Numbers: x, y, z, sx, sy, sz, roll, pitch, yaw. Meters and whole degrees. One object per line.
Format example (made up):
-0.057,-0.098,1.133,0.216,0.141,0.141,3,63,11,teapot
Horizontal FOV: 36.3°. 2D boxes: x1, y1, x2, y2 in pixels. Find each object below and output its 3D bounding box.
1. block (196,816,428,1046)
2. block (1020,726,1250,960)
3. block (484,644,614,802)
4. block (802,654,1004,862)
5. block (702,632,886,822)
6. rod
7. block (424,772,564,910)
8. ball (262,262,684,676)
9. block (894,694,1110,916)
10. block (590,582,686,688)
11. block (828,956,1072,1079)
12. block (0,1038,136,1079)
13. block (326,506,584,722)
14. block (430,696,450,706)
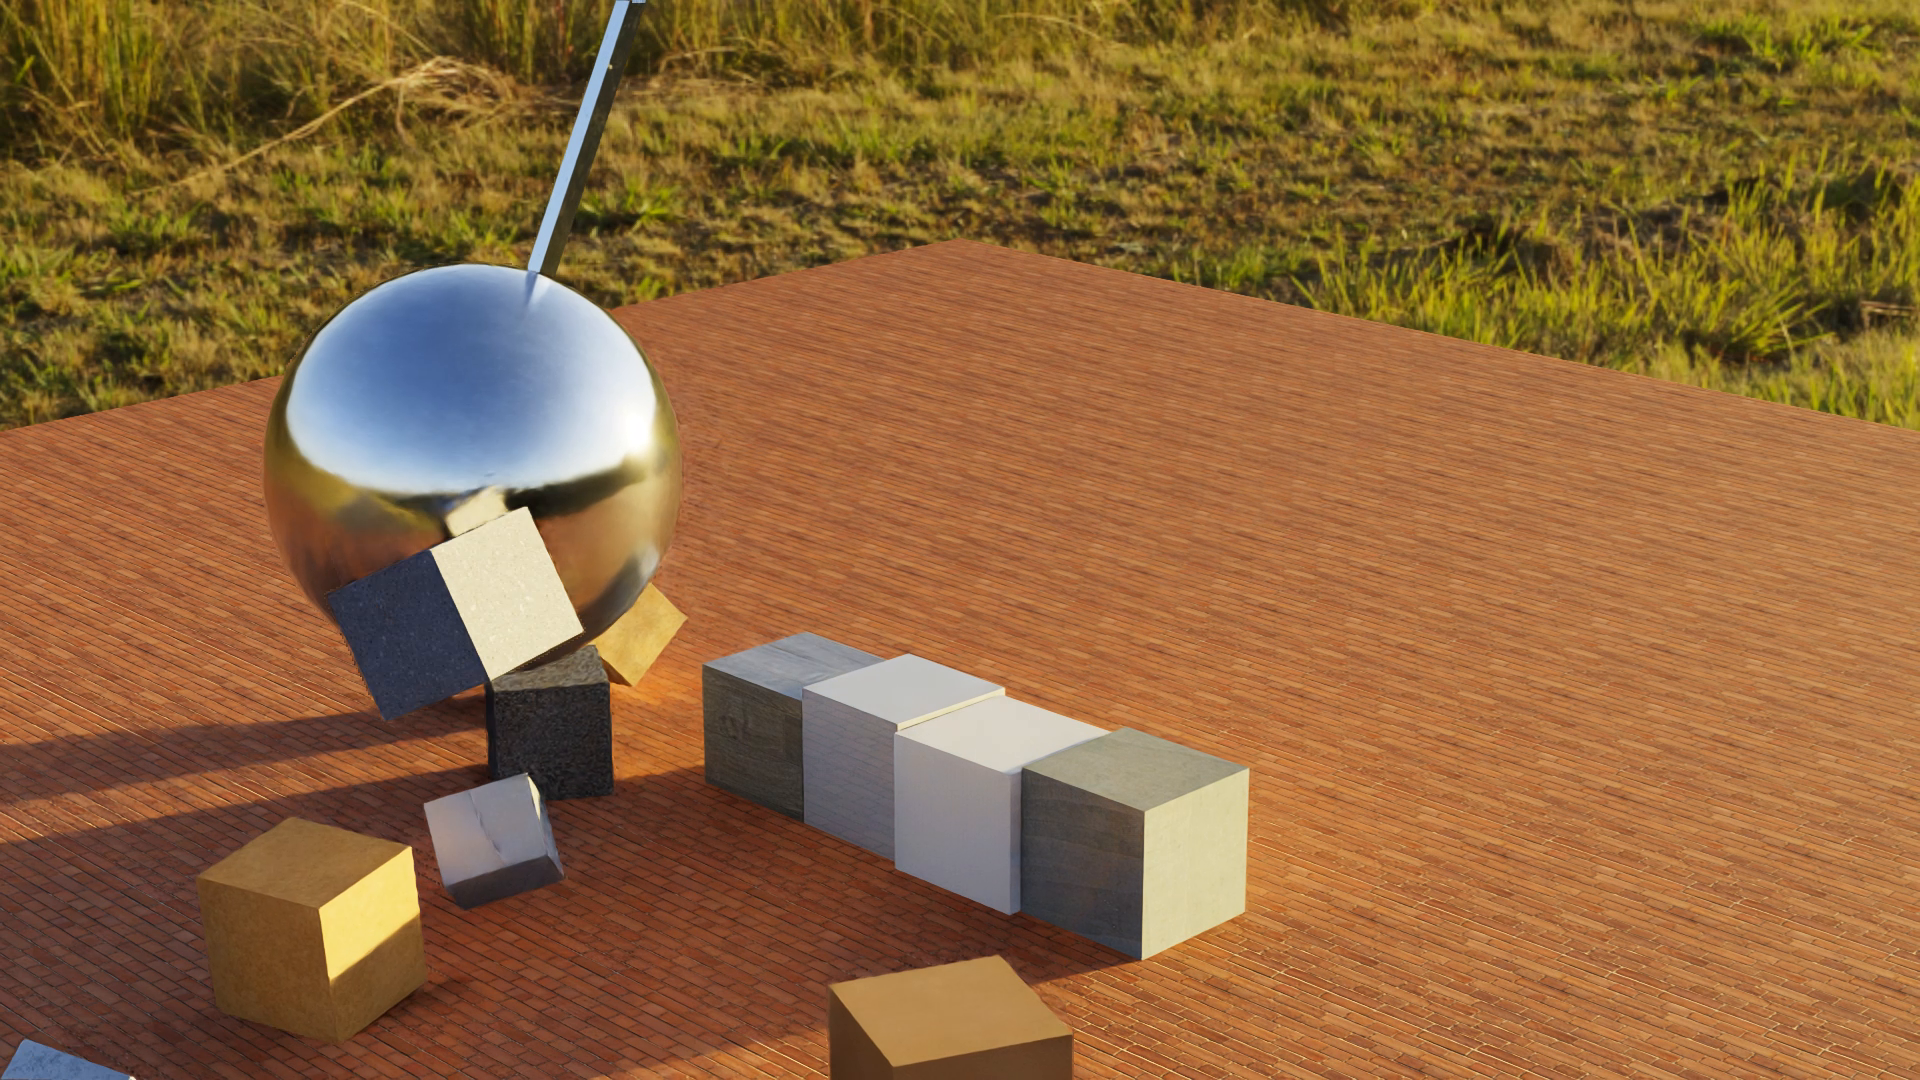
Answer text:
-2.665,1.605,12.099,0.646,0.633,0.576,9,25,27,block
0.769,1.328,12.965,0.717,0.692,0.694,16,24,42,block
-2.036,0.905,14.484,0.558,0.588,0.581,-4,18,-13,block
-0.267,1.025,13.932,0.690,0.690,0.665,-16,24,-41,block
-0.764,0.908,14.417,0.683,0.623,0.726,-17,24,-42,block
-0.810,-3.497,11.394,0.080,5.200,0.080,17,-2,42,rod
-2.057,1.335,12.968,0.468,0.390,0.432,-17,-21,-4,block
-1.869,-0.268,11.299,1.600,1.600,1.600,0,17,0,ball
0.207,1.198,13.417,0.731,0.669,0.702,16,24,42,block
-1.875,0.429,15.706,0.478,0.489,0.467,-54,28,-19,block
-0.043,2.022,10.859,0.690,0.631,0.704,-7,19,-20,block
-3.098,2.140,10.381,0.563,0.484,0.474,10,63,33,block
-1.713,0.248,9.961,0.519,0.473,0.521,-21,5,34,block
-2.757,0.490,15.538,0.445,0.475,0.457,-28,48,-22,block
